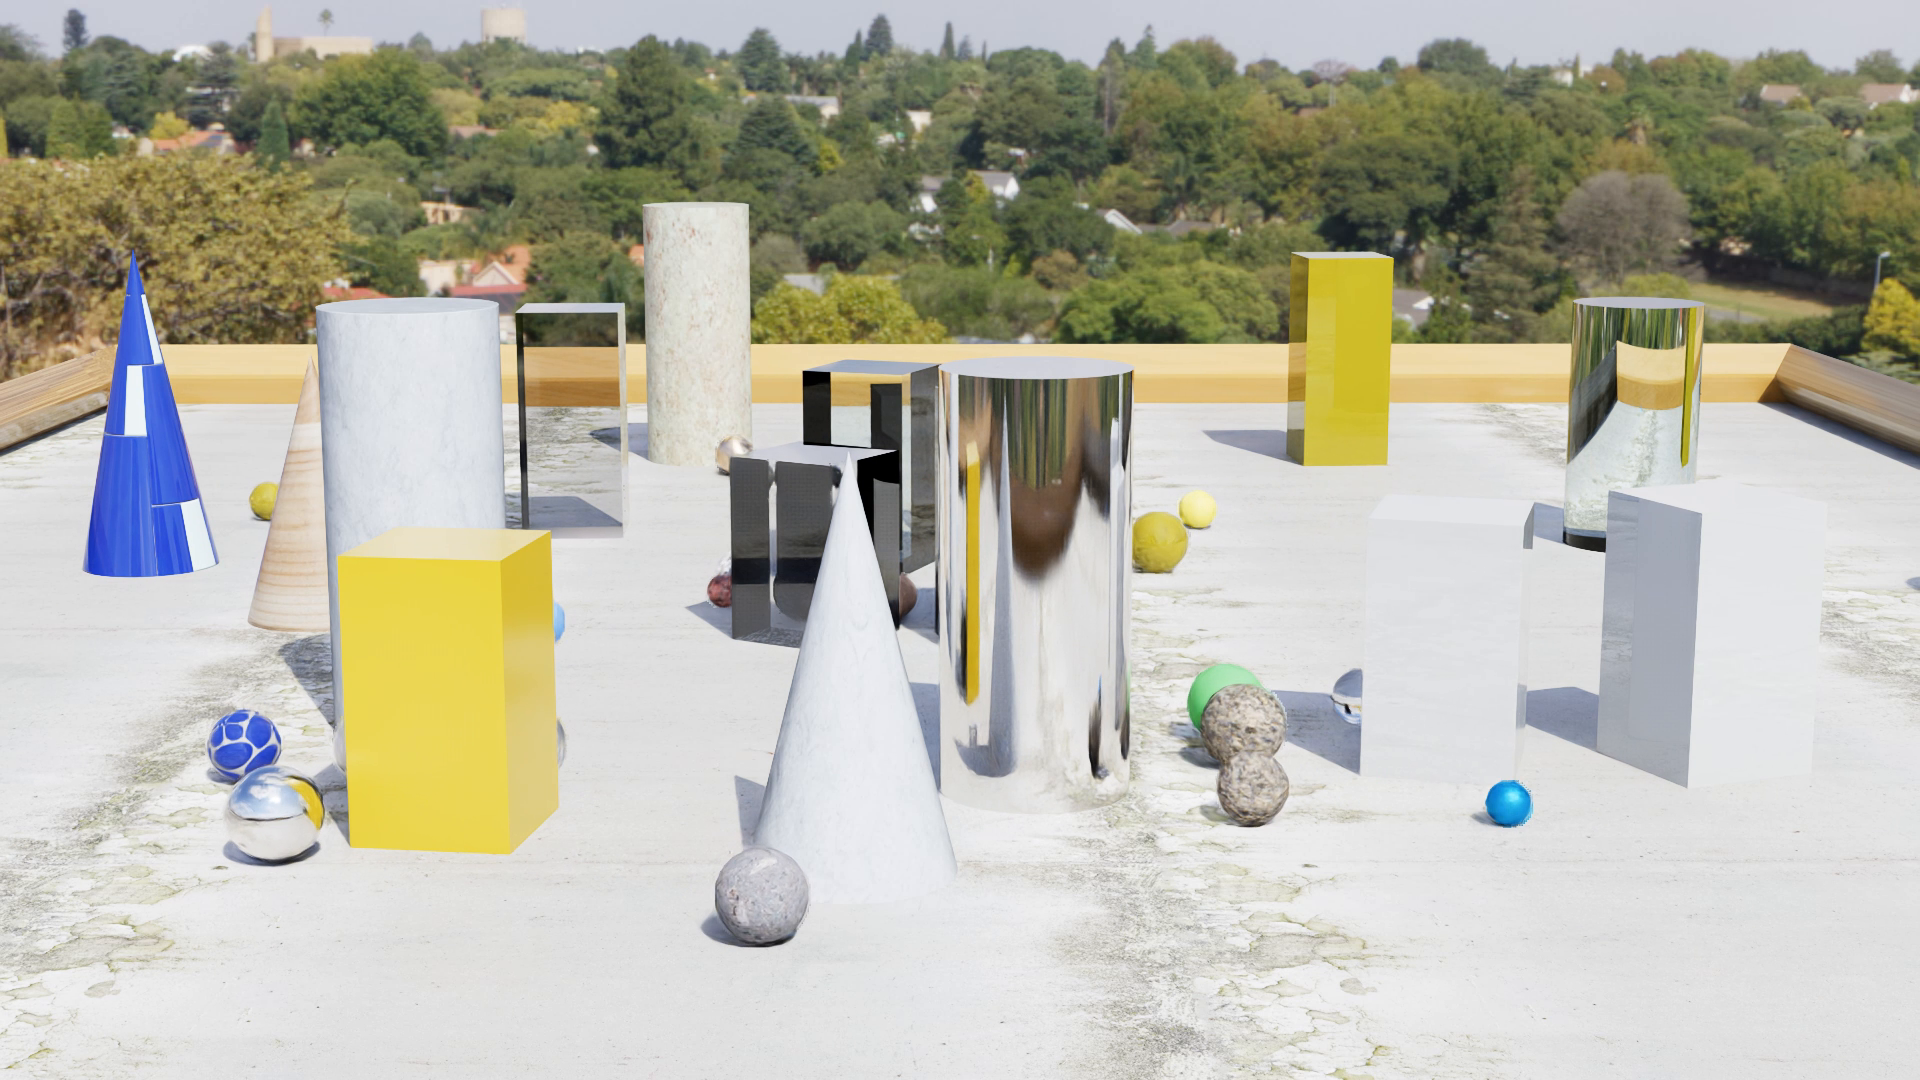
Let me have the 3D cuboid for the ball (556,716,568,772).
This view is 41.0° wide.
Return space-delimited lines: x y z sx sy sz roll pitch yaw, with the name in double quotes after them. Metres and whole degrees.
-0.446 0.207 2.592 0.097 0.097 0.097 0 11 0 "ball"

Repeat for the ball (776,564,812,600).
-0.229 0.058 3.531 0.049 0.049 0.049 0 11 0 "ball"

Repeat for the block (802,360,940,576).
-0.126 -0.109 3.763 0.156 0.291 0.156 4 11 21 "block"

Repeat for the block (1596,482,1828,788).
0.784 0.095 2.686 0.156 0.284 0.156 -4 11 -21 "block"

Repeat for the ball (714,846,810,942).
-0.167 0.298 2.153 0.080 0.080 0.080 0 11 0 "ball"

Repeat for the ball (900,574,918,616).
-0.086 0.074 3.419 0.058 0.058 0.058 0 11 0 "ball"

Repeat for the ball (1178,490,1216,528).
0.377 -0.048 4.070 0.061 0.061 0.061 0 11 0 "ball"

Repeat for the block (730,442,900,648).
-0.185 0.006 3.294 0.156 0.237 0.156 6 12 30 "block"

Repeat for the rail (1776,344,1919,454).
1.794 0.031 3.459 0.045 0.126 4.315 0 11 0 "rail"

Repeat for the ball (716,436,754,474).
-0.404 -0.153 4.610 0.069 0.069 0.069 0 11 0 "ball"

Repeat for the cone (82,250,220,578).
-1.192 -0.192 3.739 0.195 0.464 0.195 0 11 0 "cone"

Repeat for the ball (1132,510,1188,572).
0.287 0.002 3.721 0.089 0.089 0.089 0 11 0 "ball"

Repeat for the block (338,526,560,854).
-0.486 0.140 2.455 0.156 0.279 0.156 2 11 8 "block"

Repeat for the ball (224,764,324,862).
-0.633 0.252 2.371 0.089 0.089 0.089 0 11 0 "ball"

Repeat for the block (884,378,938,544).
-0.032 -0.125 4.000 0.156 0.236 0.156 -1 11 -8 "block"

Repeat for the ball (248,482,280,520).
-1.119 -0.063 4.149 0.061 0.061 0.061 0 11 0 "ball"

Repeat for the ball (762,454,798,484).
-0.312 -0.119 4.452 0.061 0.061 0.061 0 11 0 "ball"

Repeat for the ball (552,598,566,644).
-0.531 0.103 3.229 0.070 0.070 0.070 0 11 0 "ball"

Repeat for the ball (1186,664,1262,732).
0.290 0.177 2.785 0.086 0.086 0.086 0 11 0 "ball"

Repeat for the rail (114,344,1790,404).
-0.012 -0.357 5.547 3.636 0.126 0.045 0 11 0 "rail"

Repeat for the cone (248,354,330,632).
-0.851 -0.072 3.394 0.195 0.353 0.195 0 11 0 "cone"

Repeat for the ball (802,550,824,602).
-0.168 0.054 3.447 0.088 0.088 0.088 0 11 0 "ball"

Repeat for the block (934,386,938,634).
0.062 -0.027 3.244 0.156 0.321 0.156 -3 11 -13 "block"

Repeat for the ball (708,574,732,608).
-0.321 0.069 3.482 0.045 0.045 0.045 0 11 0 "ball"

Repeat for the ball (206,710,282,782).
-0.735 0.211 2.635 0.074 0.074 0.074 0 11 0 "ball"

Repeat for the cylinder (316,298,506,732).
-0.598 -0.024 2.820 0.195 0.468 0.195 0 11 0 "cylinder"

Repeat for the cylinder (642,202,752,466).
-0.485 -0.384 4.754 0.195 0.471 0.195 0 11 0 "cylinder"

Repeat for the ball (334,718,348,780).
-0.585 0.209 2.592 0.095 0.095 0.095 0 11 0 "ball"

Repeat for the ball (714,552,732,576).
-0.303 0.047 3.532 0.069 0.069 0.069 0 11 0 "ball"

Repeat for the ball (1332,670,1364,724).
0.446 0.175 2.863 0.062 0.062 0.062 0 11 0 "ball"

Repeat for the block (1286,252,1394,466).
0.702 -0.337 4.751 0.156 0.380 0.156 -1 11 -5 "block"

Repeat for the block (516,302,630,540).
-0.606 -0.189 4.030 0.156 0.352 0.156 -1 11 -3 "block"

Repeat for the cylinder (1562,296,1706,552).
1.027 -0.177 3.917 0.195 0.370 0.195 0 11 0 "cylinder"

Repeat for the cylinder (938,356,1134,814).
0.076 0.041 2.578 0.195 0.430 0.195 0 11 0 "cylinder"

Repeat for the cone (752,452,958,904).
-0.099 0.111 2.314 0.195 0.388 0.195 0 11 0 "cone"

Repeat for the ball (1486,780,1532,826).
0.531 0.255 2.484 0.044 0.044 0.044 0 11 0 "ball"

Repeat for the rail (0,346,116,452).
-1.794 0.034 3.439 0.045 0.126 4.315 0 11 0 "rail"

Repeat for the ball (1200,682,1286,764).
0.296 0.194 2.683 0.090 0.090 0.090 0 11 0 "ball"

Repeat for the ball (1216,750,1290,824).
0.284 0.240 2.491 0.070 0.070 0.070 0 11 0 "ball"

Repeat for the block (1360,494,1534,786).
0.511 0.101 2.687 0.156 0.271 0.156 3 11 16 "block"

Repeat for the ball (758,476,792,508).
-0.307 -0.080 4.254 0.055 0.055 0.055 0 11 0 "ball"
